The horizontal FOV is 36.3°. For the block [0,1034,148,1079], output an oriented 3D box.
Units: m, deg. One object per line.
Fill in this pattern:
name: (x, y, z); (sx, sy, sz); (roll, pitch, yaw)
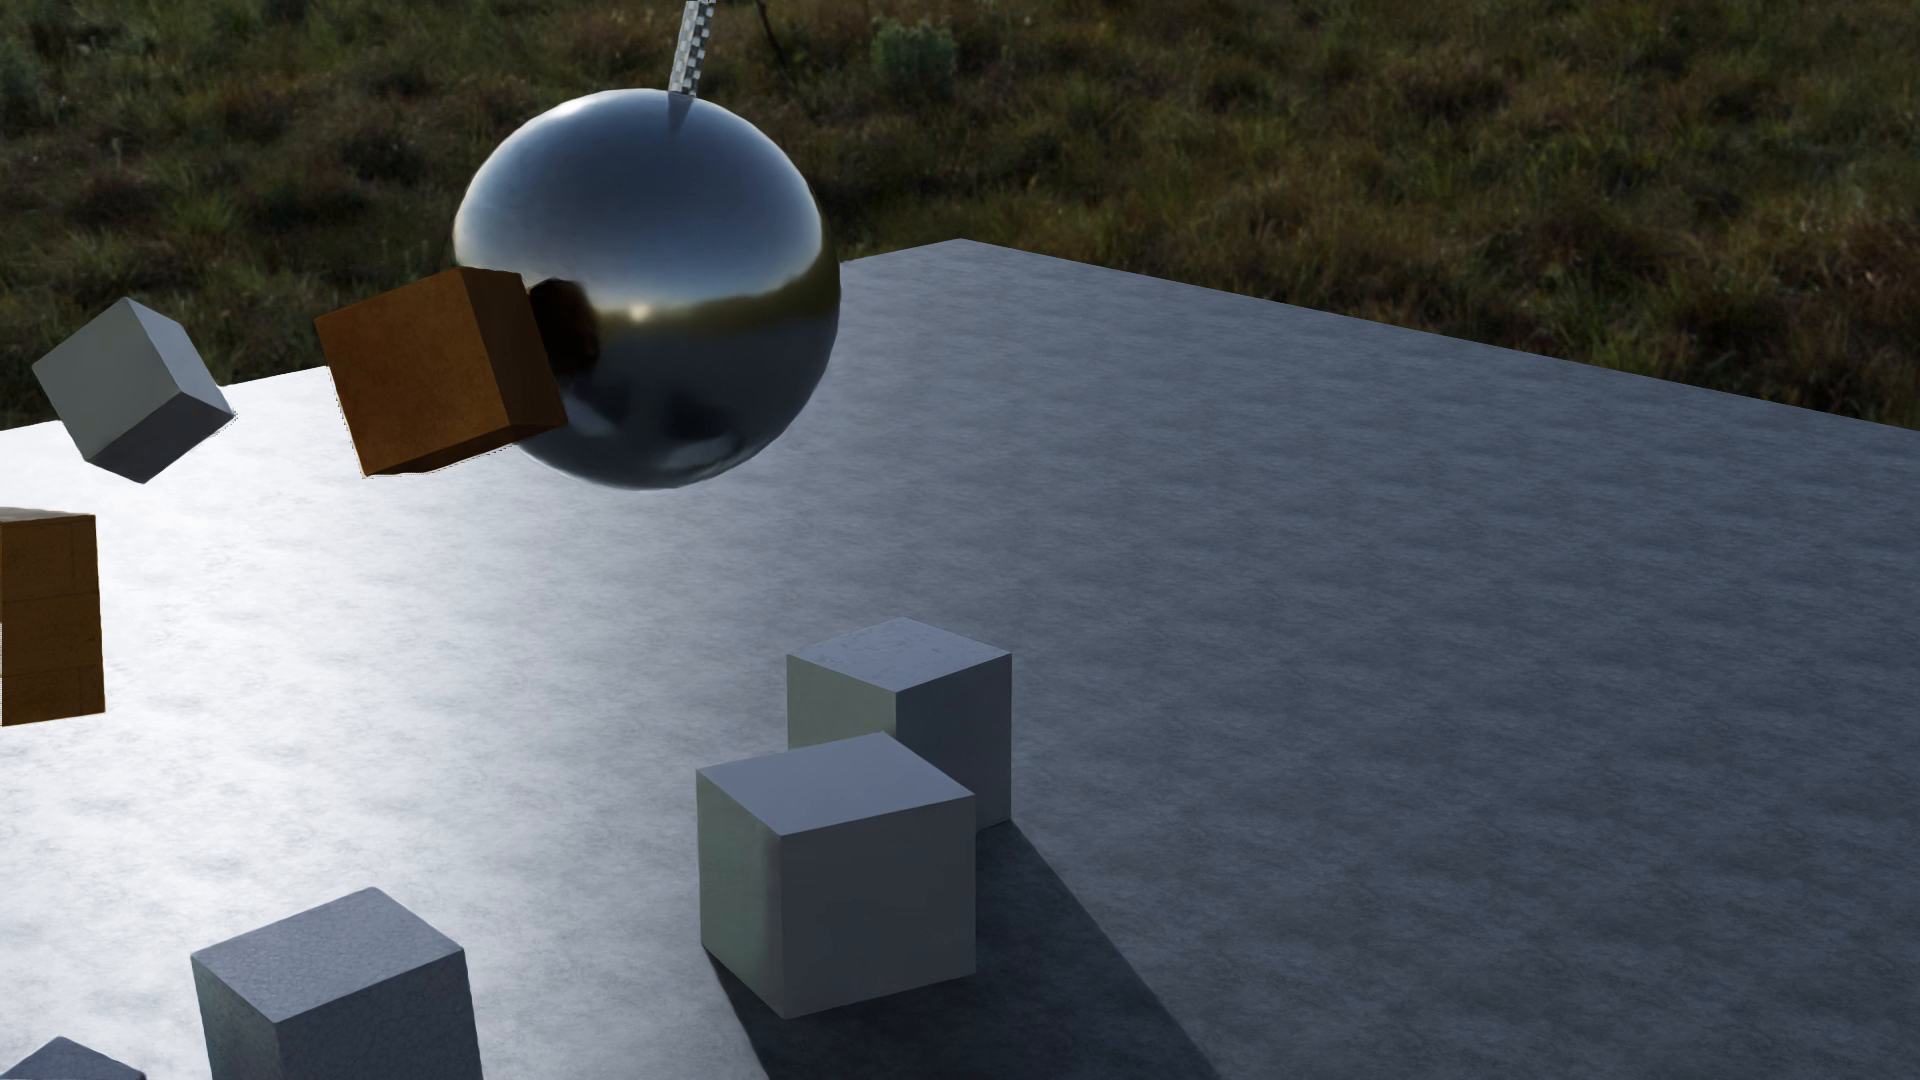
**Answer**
block: (-3.221, 2.165, 10.542); (0.494, 0.451, 0.494); (13, 34, 35)

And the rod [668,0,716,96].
rod: (-0.552, -4.304, 11.411); (0.080, 5.200, 0.080); (17, 7, 42)

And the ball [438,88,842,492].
ball: (-1.273, -0.993, 11.695); (1.600, 1.600, 1.600); (0, 17, 0)

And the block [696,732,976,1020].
block: (-0.531, 1.410, 12.490); (0.902, 0.821, 0.831); (-9, 20, -28)

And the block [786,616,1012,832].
block: (-0.287, 0.936, 13.958); (0.760, 0.844, 0.745); (-17, 24, -42)

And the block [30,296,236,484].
block: (-2.879, -0.517, 10.223); (0.416, 0.420, 0.394); (-35, -17, 5)

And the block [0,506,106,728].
block: (-3.420, 0.264, 10.101); (0.672, 0.690, 0.634); (4, 8, 44)

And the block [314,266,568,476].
block: (-1.861, -0.605, 10.578); (0.570, 0.584, 0.635); (-18, -1, 11)

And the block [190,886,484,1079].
block: (-2.339, 1.872, 11.069); (0.770, 0.724, 0.726); (-19, 25, -34)
